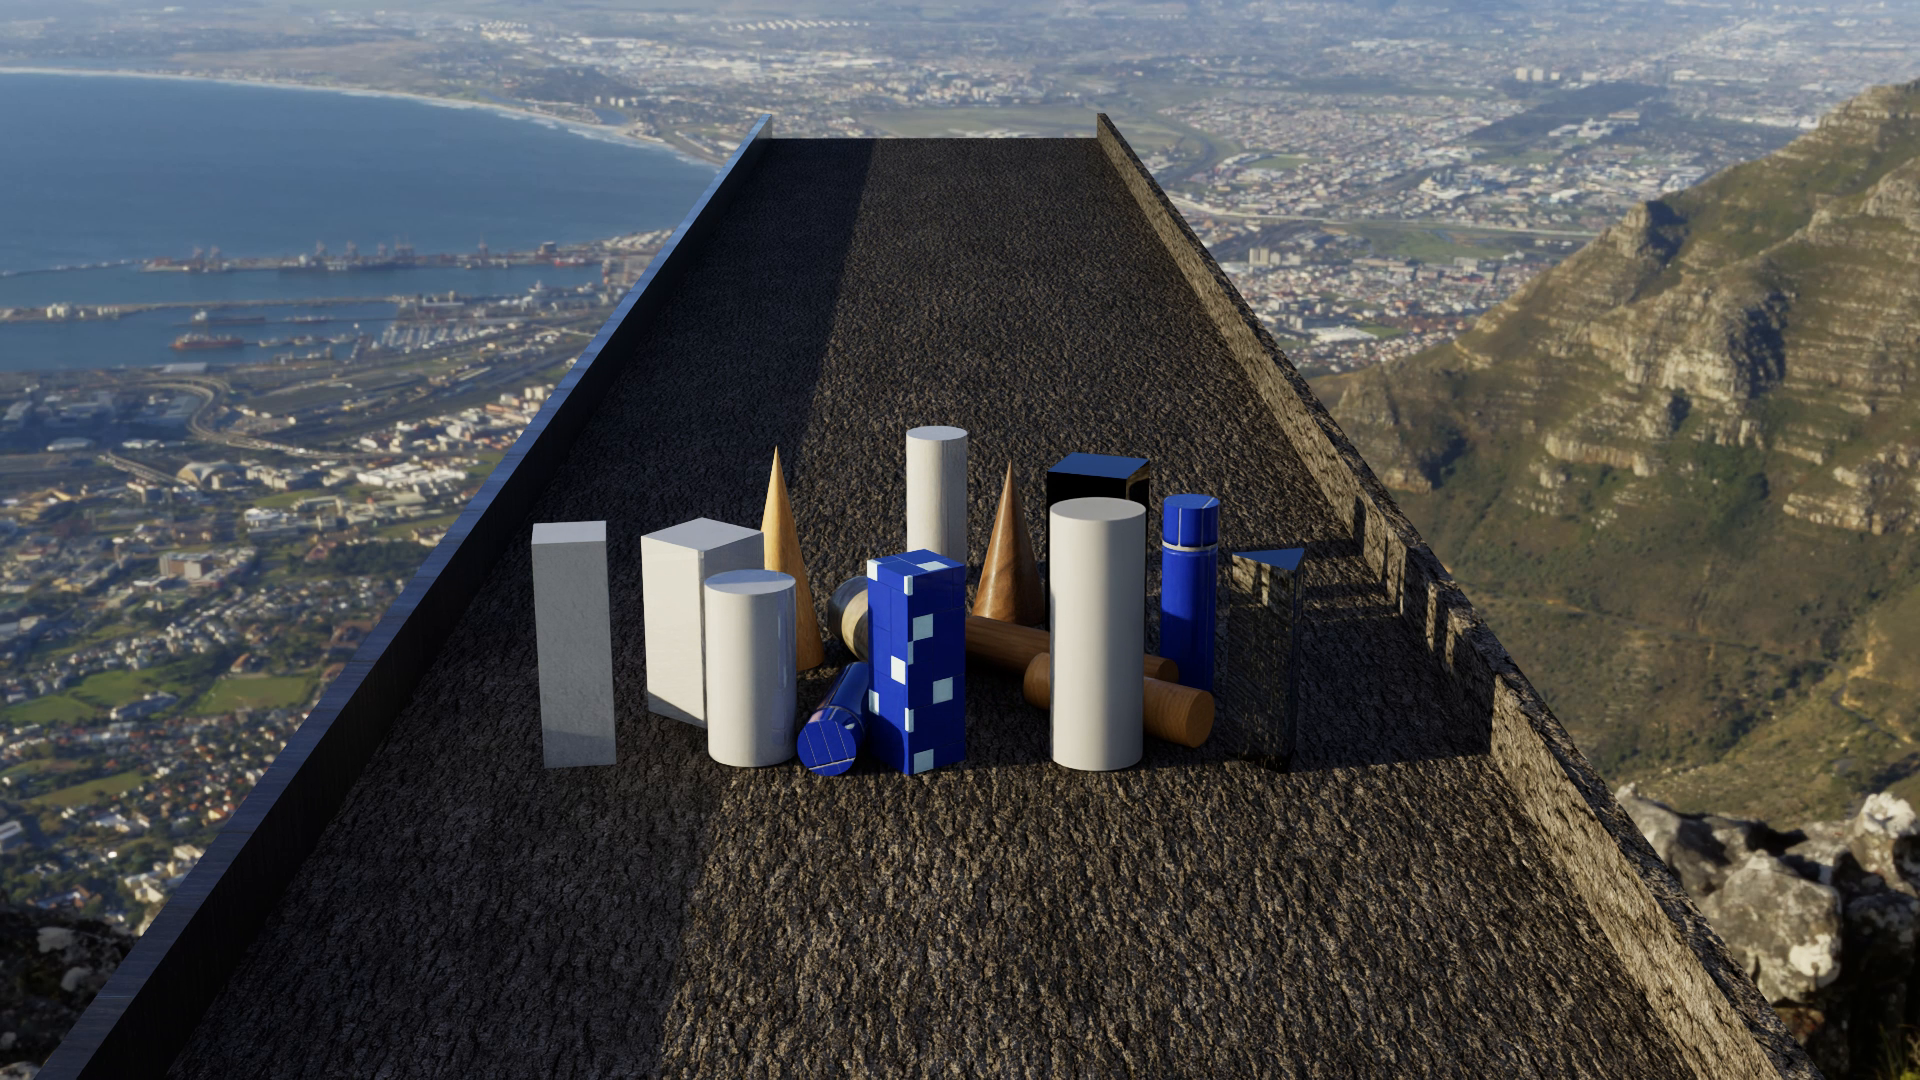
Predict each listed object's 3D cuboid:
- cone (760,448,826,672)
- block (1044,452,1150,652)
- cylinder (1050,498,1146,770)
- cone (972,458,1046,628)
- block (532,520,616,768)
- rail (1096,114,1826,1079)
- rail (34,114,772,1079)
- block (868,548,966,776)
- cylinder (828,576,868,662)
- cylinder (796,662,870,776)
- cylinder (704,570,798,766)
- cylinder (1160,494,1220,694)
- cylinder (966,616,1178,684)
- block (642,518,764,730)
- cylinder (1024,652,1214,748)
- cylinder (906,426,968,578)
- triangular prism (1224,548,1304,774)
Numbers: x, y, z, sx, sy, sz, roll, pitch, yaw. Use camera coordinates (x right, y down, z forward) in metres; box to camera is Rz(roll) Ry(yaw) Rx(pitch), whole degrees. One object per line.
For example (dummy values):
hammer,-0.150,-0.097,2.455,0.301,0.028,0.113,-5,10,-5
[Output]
cone,-0.359,0.025,4.366,0.176,0.442,0.176,0,17,0
block,0.272,0.047,4.362,0.161,0.403,0.161,6,18,20
cylinder,0.241,0.164,3.872,0.166,0.453,0.166,-1,15,0
cone,0.106,-0.004,4.629,0.165,0.348,0.165,0,17,0
block,-0.679,0.184,3.884,0.126,0.413,0.126,-2,17,-8
rail,0.932,-0.844,7.801,0.050,0.150,12.000,0,17,-1
rail,-1.118,-0.838,7.780,0.050,0.150,12.000,0,17,-1
block,-0.076,0.213,3.873,0.122,0.363,0.122,-12,20,-34
cylinder,-0.130,0.194,4.310,0.150,0.150,0.377,-6,18,-21
cylinder,-0.208,0.319,3.969,0.106,0.106,0.303,3,17,9
cylinder,-0.370,0.226,3.905,0.160,0.316,0.160,1,15,0
cylinder,0.434,0.111,4.178,0.105,0.384,0.105,0,17,0
cylinder,0.205,0.236,4.255,0.446,0.101,0.101,12,20,34
block,-0.475,0.154,4.108,0.159,0.343,0.159,12,21,36
cylinder,0.291,0.293,4.057,0.351,0.105,0.105,12,20,34
cylinder,-0.051,-0.075,4.894,0.134,0.334,0.134,0,17,0
triangular prism,0.562,0.205,3.882,0.117,0.374,0.135,-15,22,-41
